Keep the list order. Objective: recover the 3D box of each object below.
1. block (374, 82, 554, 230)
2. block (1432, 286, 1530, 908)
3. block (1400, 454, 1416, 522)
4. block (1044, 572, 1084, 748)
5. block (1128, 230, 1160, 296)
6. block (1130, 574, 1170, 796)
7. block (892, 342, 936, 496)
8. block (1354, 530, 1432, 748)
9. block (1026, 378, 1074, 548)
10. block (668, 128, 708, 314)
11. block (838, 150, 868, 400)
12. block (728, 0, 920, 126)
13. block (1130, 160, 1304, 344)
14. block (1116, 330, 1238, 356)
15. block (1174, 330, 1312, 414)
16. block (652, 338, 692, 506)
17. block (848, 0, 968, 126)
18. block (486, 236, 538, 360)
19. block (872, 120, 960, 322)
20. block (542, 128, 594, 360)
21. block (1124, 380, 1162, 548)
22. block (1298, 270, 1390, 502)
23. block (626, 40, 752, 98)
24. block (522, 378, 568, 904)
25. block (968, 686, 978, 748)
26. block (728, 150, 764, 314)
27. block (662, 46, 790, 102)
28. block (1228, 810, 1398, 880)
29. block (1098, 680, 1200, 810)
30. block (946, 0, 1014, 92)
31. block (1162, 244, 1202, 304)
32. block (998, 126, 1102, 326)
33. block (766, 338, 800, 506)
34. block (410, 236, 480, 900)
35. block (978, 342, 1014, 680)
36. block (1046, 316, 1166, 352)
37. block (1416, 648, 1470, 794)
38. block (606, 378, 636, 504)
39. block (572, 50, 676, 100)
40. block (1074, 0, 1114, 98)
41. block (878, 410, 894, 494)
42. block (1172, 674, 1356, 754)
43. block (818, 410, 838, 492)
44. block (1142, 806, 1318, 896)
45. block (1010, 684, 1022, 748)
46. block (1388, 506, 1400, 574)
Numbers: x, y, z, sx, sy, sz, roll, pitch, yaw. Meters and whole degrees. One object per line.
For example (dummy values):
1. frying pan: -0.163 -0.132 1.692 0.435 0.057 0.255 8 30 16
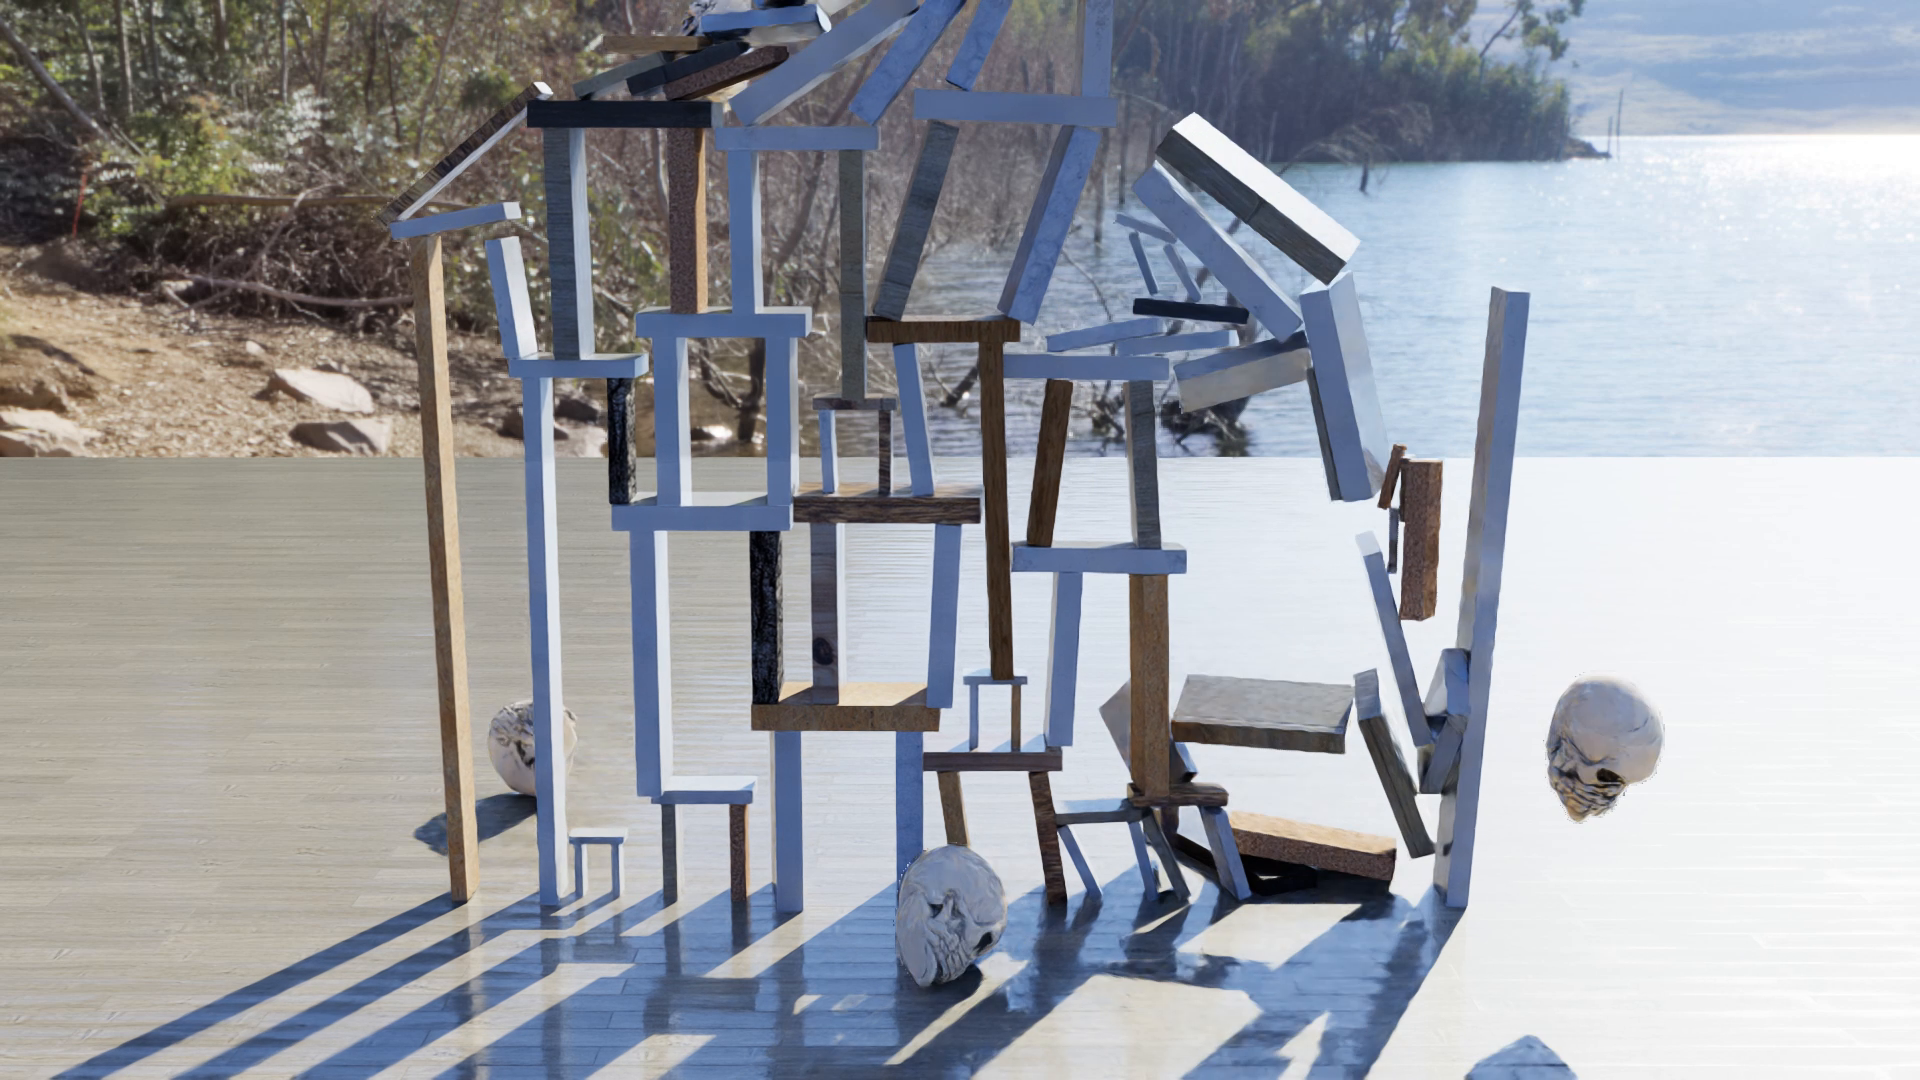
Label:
1. block: -0.785 -0.607 3.478 0.337 0.022 0.076 -38 7 9
2. block: 0.844 0.096 3.573 0.036 1.006 0.126 3 11 2
3. block: 0.721 -0.084 3.545 0.015 0.104 0.052 4 11 20
4. block: 0.169 0.188 3.605 0.040 0.281 0.140 3 5 -1
5. block: 0.293 -0.441 3.504 0.014 0.101 0.050 -20 11 10
6. block: 0.311 0.230 3.618 0.040 0.361 0.140 -1 5 -5
7. block: -0.072 -0.199 3.512 0.034 0.239 0.119 -7 10 2
8. block: 0.713 0.162 3.615 0.031 0.348 0.108 -16 17 8
9. block: 0.146 -0.128 3.589 0.038 0.267 0.134 7 5 -1
10. block: -0.429 -0.505 3.466 0.040 0.284 0.142 0 10 0
11. block: -0.169 -0.421 3.480 0.035 0.387 0.125 0 10 -1
12. block: -0.207 -0.752 3.416 0.323 0.046 0.162 -33 8 7
13. block: 0.409 -0.460 3.493 0.048 0.338 0.169 -44 4 14
14. block: 0.351 -0.316 3.540 0.181 0.026 0.090 -4 3 17
15. block: 0.460 -0.272 3.566 0.216 0.031 0.108 -15 -27 5
16. block: -0.461 -0.198 3.526 0.038 0.265 0.133 0 10 0
17. block: -0.045 -0.802 3.404 0.046 0.362 0.162 36 8 -6
18. block: -0.712 -0.386 3.494 0.026 0.186 0.093 -6 10 7
19. block: -0.072 -0.504 3.459 0.044 0.310 0.155 17 9 -6
20. block: -0.616 -0.468 3.469 0.040 0.357 0.142 -1 11 0
21. block: 0.298 -0.126 3.590 0.038 0.267 0.134 -3 5 1
22. block: 0.617 -0.246 3.503 0.048 0.338 0.169 -9 13 25
23. block: -0.420 -0.733 3.422 0.184 0.026 0.092 -17 6 10
24. block: -0.676 0.163 3.587 0.029 0.869 0.101 0 11 0
25. block: 0.023 0.282 3.608 0.015 0.104 0.052 0 10 0
26. block: -0.338 -0.487 3.466 0.035 0.250 0.125 0 10 1
27. block: -0.362 -0.724 3.416 0.184 0.026 0.092 -17 6 14
28. block: 0.602 0.523 3.783 0.290 0.041 0.145 9 7 11
29. block: 0.321 0.343 3.761 0.030 0.107 0.213 15 39 -43
30. block: 0.062 -0.842 3.408 0.043 0.301 0.150 25 10 -4
31. block: 0.355 -0.426 3.499 0.014 0.101 0.050 -30 6 13
32. block: 0.139 -0.500 3.477 0.044 0.310 0.155 18 8 -8
33. block: -0.284 -0.198 3.525 0.038 0.265 0.133 0 10 1
34. block: -0.839 0.052 3.590 0.026 1.084 0.093 -2 8 0
35. block: 0.059 -0.052 3.552 0.034 0.544 0.119 -2 10 -1
36. block: 0.236 -0.331 3.545 0.181 0.026 0.090 -9 2 15
37. block: 0.797 0.302 3.640 0.036 0.253 0.126 3 53 2
38. block: -0.542 -0.165 3.525 0.029 0.202 0.101 1 10 0
39. block: -0.523 -0.725 3.435 0.152 0.022 0.076 -18 5 10
40. block: 0.211 -0.841 3.416 0.043 0.301 0.150 2 10 -2
41. block: -0.119 -0.145 3.519 0.019 0.132 0.066 1 10 2
42. block: 0.514 0.292 3.707 0.290 0.041 0.145 3 30 17
43. block: -0.211 -0.146 3.526 0.019 0.132 0.066 -2 10 3
44. block: 0.466 0.541 3.847 0.107 0.030 0.392 -5 12 -26
45. block: 0.092 0.282 3.608 0.015 0.104 0.052 0 10 0
46. block: 0.700 0.000 3.549 0.015 0.104 0.052 2 6 12
